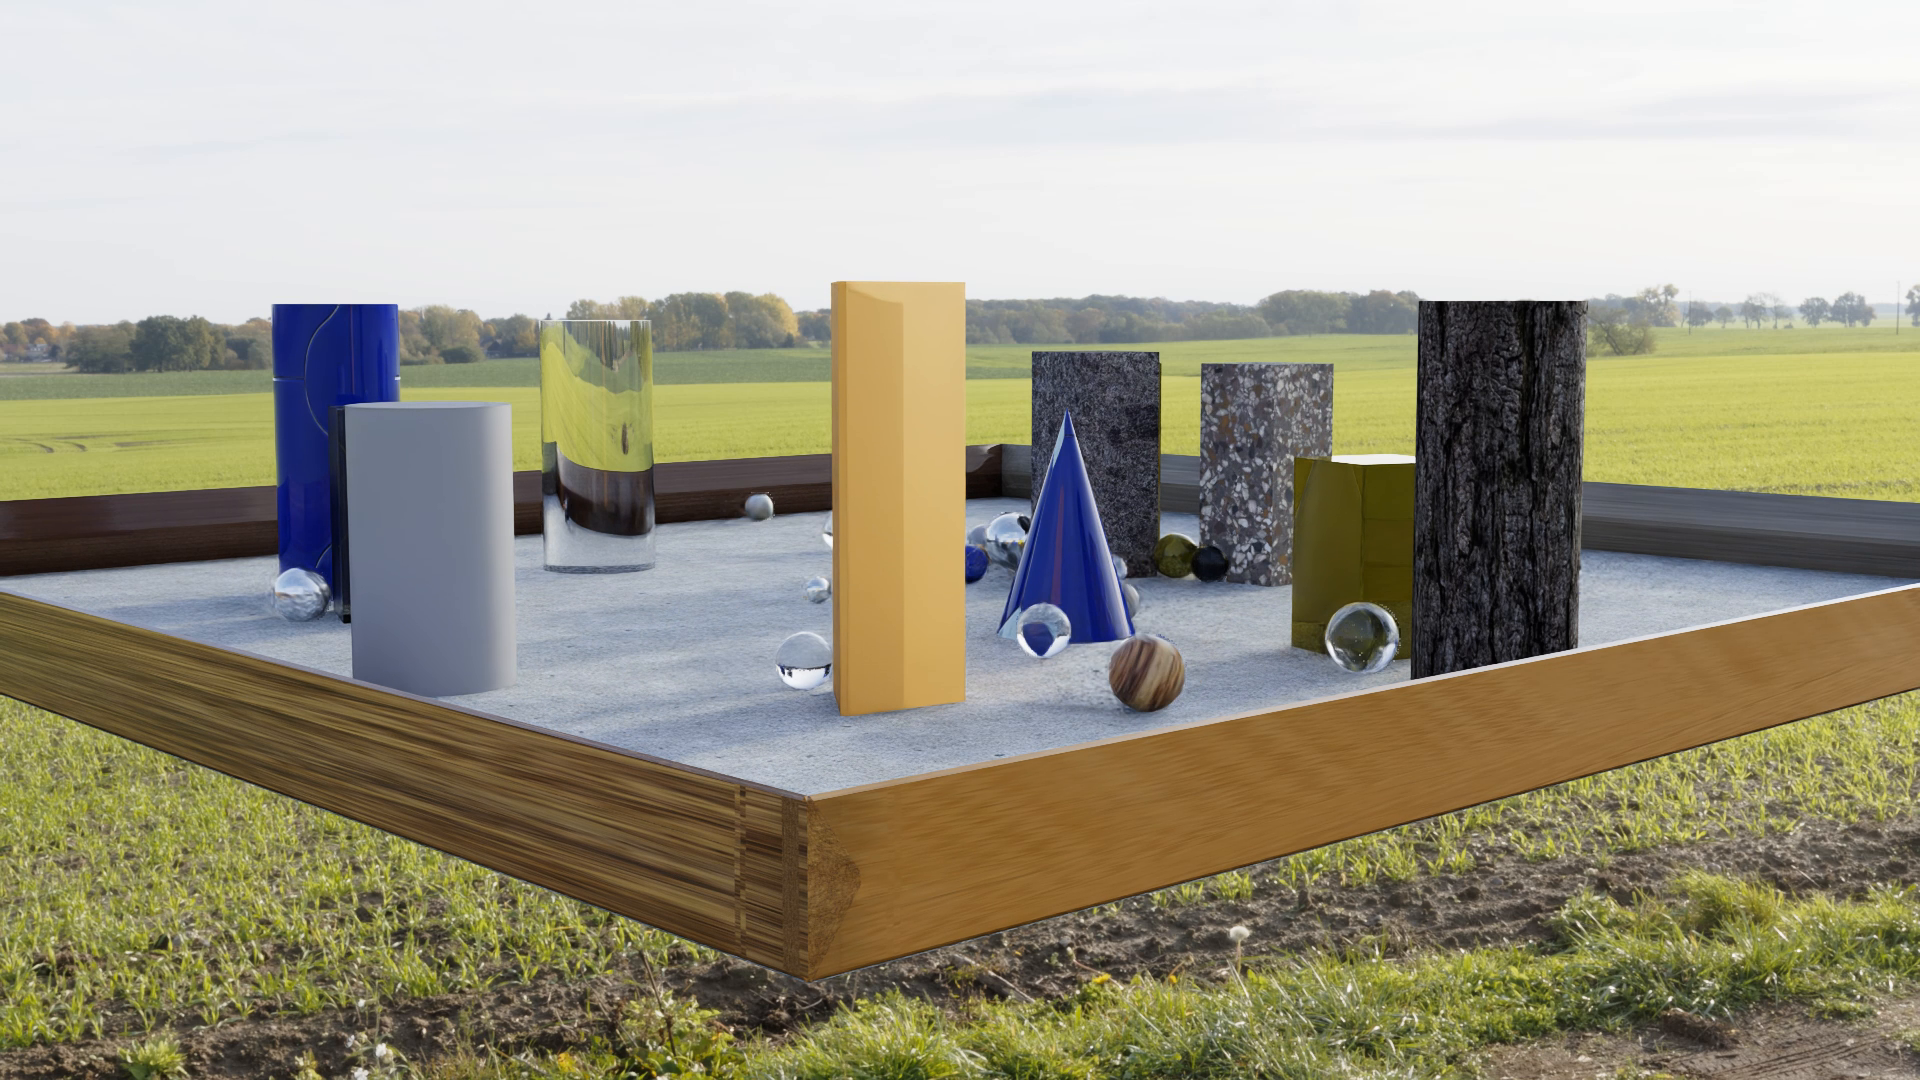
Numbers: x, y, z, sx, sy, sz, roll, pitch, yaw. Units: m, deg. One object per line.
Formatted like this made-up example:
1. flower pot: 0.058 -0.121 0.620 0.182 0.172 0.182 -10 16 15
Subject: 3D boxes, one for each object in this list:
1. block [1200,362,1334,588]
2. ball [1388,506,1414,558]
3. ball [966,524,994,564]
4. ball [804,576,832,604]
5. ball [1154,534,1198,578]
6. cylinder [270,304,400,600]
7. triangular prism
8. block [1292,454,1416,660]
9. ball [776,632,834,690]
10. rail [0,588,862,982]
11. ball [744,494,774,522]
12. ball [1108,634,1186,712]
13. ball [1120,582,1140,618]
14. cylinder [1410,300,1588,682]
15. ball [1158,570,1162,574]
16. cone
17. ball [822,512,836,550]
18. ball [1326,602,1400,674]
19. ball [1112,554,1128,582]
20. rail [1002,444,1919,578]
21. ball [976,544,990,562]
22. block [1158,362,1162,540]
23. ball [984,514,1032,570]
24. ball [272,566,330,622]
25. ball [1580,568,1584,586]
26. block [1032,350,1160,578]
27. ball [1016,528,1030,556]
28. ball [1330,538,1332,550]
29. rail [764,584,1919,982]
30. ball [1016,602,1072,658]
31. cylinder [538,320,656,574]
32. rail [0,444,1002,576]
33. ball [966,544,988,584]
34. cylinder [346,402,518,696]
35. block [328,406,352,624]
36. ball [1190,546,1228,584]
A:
1. block: 0.502 -0.112 3.611 0.152 0.355 0.152 -6 8 -43
2. ball: 0.812 -0.014 3.925 0.094 0.094 0.094 0 6 0
3. ball: 0.047 0.007 3.834 0.071 0.071 0.071 0 6 0
4. ball: -0.215 0.076 3.326 0.040 0.040 0.040 0 6 0
5. ball: 0.357 0.026 3.634 0.075 0.075 0.075 0 6 0
6. cylinder: -0.969 -0.142 3.431 0.191 0.451 0.191 0 6 0
7. triangular prism: -0.102 -0.054 2.490 0.165 0.473 0.143 -4 7 -36
8. block: 0.539 0.020 2.857 0.152 0.250 0.152 -3 7 -25
9. ball: -0.181 0.142 2.571 0.068 0.068 0.068 0 6 0
10. rail: -0.981 0.127 2.432 0.045 0.124 2.650 -6 8 -42
11. ball: -0.419 -0.067 4.592 0.060 0.060 0.060 0 6 0
12. ball: 0.206 0.148 2.431 0.085 0.085 0.085 0 6 0
13. ball: 0.228 0.089 3.128 0.056 0.056 0.056 0 6 0
14. cylinder: 0.628 -0.052 2.570 0.191 0.453 0.191 0 6 0
15. ball: 0.346 0.037 3.690 0.041 0.041 0.041 0 6 0
16. cone: 0.146 -0.027 3.007 0.191 0.311 0.191 0 6 0
17. ball: -0.215 -0.016 4.034 0.075 0.075 0.075 0 6 0
18. ball: 0.491 0.119 2.684 0.089 0.089 0.089 0 6 0
19. ball: 0.240 0.049 3.511 0.054 0.054 0.054 0 6 0
20. rail: 0.981 -0.063 4.233 0.045 0.124 2.650 -6 8 -42
21. ball: 0.033 0.027 3.785 0.041 0.041 0.041 0 6 0
22. block: 0.260 -0.149 3.999 0.152 0.347 0.152 -3 7 -26
23. ball: 0.089 0.003 3.671 0.095 0.095 0.095 0 6 0
24. ball: -0.936 0.077 3.128 0.079 0.079 0.079 0 6 0
25. ball: 0.935 0.057 3.411 0.060 0.060 0.060 0 6 0
26. block: 0.224 -0.128 3.670 0.152 0.373 0.152 -3 7 -30
27. ball: 0.134 0.012 3.764 0.075 0.075 0.075 0 6 0
28. ball: 0.625 0.008 3.871 0.060 0.060 0.060 0 6 0
29. rail: 0.882 0.132 2.381 2.718 0.124 0.045 -6 8 -42
30. ball: 0.107 0.116 2.806 0.070 0.070 0.070 0 6 0
31. cylinder: -0.620 -0.163 3.765 0.191 0.423 0.191 0 6 0
32. rail: -0.882 -0.068 4.283 2.718 0.124 0.045 -6 8 -42
33. ball: 0.014 0.039 3.568 0.063 0.063 0.063 0 6 0
34. cylinder: -0.625 0.006 2.603 0.191 0.332 0.191 0 6 0
35. block: -0.829 -0.042 3.196 0.152 0.302 0.152 -2 6 -21
36. ball: 0.405 0.039 3.573 0.062 0.062 0.062 0 6 0
